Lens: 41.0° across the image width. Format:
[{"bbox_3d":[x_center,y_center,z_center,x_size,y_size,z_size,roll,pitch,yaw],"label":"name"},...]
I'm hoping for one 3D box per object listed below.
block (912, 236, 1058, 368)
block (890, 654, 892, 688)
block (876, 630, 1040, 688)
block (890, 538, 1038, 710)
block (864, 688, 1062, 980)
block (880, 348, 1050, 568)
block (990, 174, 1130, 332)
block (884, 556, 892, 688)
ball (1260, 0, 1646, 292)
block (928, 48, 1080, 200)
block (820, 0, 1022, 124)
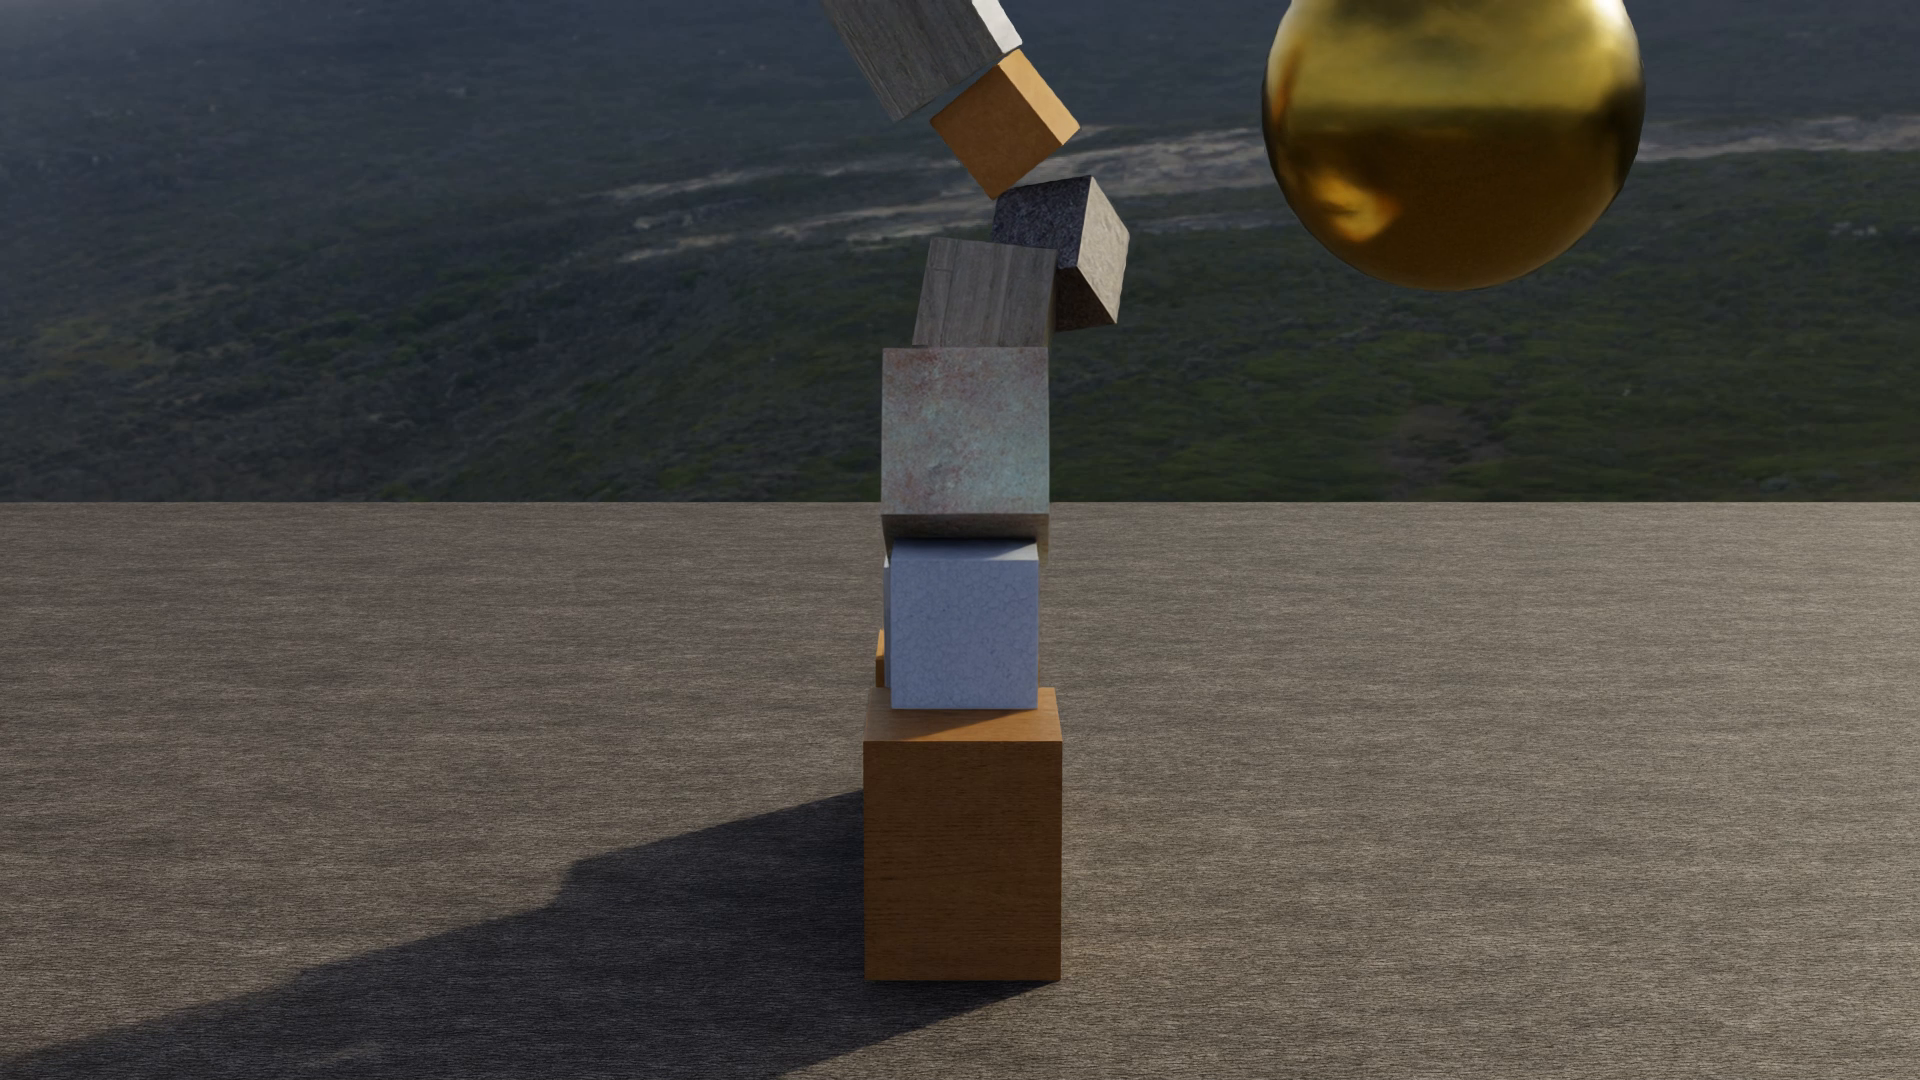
[{"bbox_3d":[0.116,-0.917,11.501,0.564,0.577,0.619,7,-28,5],"label":"block"},{"bbox_3d":[-0.015,0.675,11.222,0.561,0.505,0.548,0,15,0],"label":"block"},{"bbox_3d":[-0.012,0.893,12.432,0.767,0.796,0.670,0,10,0],"label":"block"},{"bbox_3d":[0.020,0.338,10.581,0.593,0.614,0.502,0,10,0],"label":"block"},{"bbox_3d":[0.011,1.173,10.411,0.769,0.968,0.883,0,10,0],"label":"block"},{"bbox_3d":[0.030,-0.344,10.935,0.692,0.738,0.687,0,-19,1],"label":"block"},{"bbox_3d":[0.450,-1.307,11.844,0.471,0.513,0.463,-6,-32,26],"label":"block"},{"bbox_3d":[-0.001,0.329,11.782,0.671,0.554,0.665,0,11,0],"label":"block"},{"bbox_3d":[2.074,-1.849,10.844,1.600,1.600,1.600,0,10,0],"label":"ball"},{"bbox_3d":[0.208,-1.904,11.737,0.419,0.462,0.429,-36,8,23],"label":"block"},{"bbox_3d":[-0.167,-2.353,11.688,0.589,0.626,0.598,-30,8,17],"label":"block"}]
